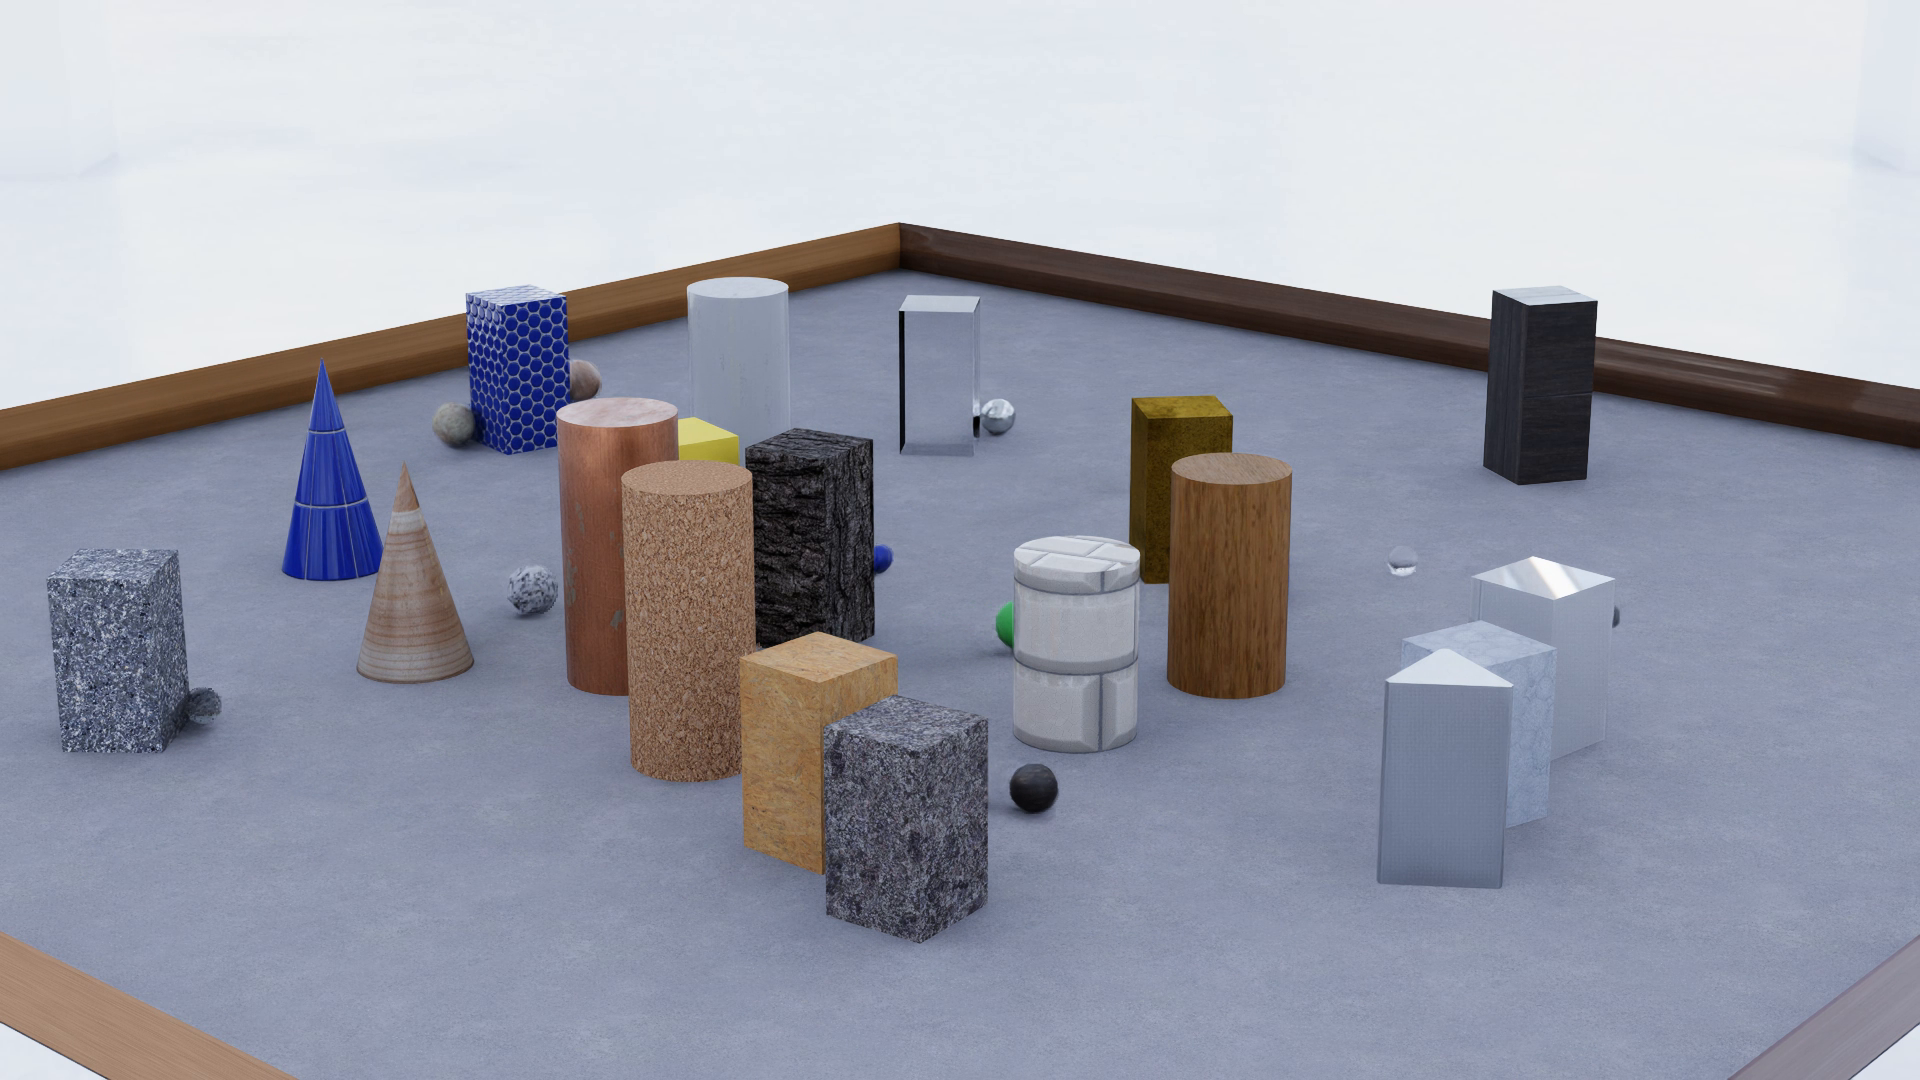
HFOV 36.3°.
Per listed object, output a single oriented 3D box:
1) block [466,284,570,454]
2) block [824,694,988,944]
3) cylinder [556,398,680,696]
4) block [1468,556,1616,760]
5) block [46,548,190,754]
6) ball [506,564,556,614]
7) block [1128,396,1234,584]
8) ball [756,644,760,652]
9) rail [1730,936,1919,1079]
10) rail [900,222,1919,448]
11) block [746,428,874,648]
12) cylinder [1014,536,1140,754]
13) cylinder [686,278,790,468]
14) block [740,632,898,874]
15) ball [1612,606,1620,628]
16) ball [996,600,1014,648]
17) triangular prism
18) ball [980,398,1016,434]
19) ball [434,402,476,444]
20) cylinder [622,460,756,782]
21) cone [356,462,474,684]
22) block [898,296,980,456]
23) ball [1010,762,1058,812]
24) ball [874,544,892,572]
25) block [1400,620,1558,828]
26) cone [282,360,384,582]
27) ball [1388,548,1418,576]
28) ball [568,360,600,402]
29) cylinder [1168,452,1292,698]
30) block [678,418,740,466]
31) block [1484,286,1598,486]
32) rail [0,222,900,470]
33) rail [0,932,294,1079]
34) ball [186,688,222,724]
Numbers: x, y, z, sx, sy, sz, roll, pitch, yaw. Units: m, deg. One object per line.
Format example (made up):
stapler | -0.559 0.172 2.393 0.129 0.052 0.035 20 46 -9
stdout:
block | -0.913 -0.354 6.070 0.151 0.313 0.151 -12 21 -35
block | -0.069 0.359 3.799 0.151 0.261 0.151 12 20 33
cylinder | -0.536 0.009 4.651 0.189 0.438 0.189 0 17 0
block | 0.869 0.178 4.407 0.151 0.255 0.151 -15 22 -40
block | -1.265 0.166 4.419 0.151 0.272 0.151 1 17 2
ball | -0.734 0.084 5.017 0.083 0.083 0.083 0 17 0
block | 0.391 -0.091 5.216 0.151 0.302 0.151 -2 17 -7
ball | -0.349 0.181 4.760 0.046 0.046 0.046 0 17 0
rail | 1.478 0.402 3.893 0.045 0.123 4.065 14 22 39
rail | 1.317 -0.408 6.573 3.961 0.123 0.045 14 22 39
block | -0.246 0.004 4.838 0.151 0.339 0.151 9 19 29
cylinder | 0.175 0.156 4.430 0.189 0.284 0.189 0 17 0
cylinder | -0.415 -0.260 5.537 0.189 0.441 0.189 0 17 0
block | -0.191 0.289 4.008 0.151 0.274 0.151 15 22 40
ball | 1.090 0.129 4.935 0.044 0.044 0.044 0 17 0
ball | 0.099 0.139 4.836 0.082 0.082 0.082 0 17 0
triangular prism | 0.648 0.304 3.939 0.164 0.286 0.142 2 17 6
ball | 0.080 -0.260 6.168 0.075 0.075 0.075 0 17 0
ball | -1.049 -0.241 6.086 0.087 0.087 0.087 0 17 0
cylinder | -0.395 0.117 4.298 0.189 0.435 0.189 0 17 0
cone | -0.885 0.037 4.718 0.189 0.346 0.189 0 17 0
block | -0.041 -0.339 6.037 0.151 0.302 0.151 2 17 5
ball | 0.105 0.351 4.157 0.070 0.070 0.070 0 17 0
ball | -0.145 0.034 5.240 0.050 0.050 0.050 0 17 0
block | 0.725 0.265 4.129 0.151 0.251 0.151 -11 20 -33
cone | -1.126 -0.138 5.227 0.189 0.387 0.189 0 17 0
ball | 0.787 0.039 5.219 0.052 0.052 0.052 0 17 0
ball | -0.835 -0.348 6.428 0.093 0.093 0.093 0 17 0
cylinder | 0.426 0.055 4.650 0.189 0.350 0.189 0 17 0
block | -0.471 -0.019 4.924 0.151 0.333 0.151 -11 20 -32
block | 1.153 -0.309 5.833 0.151 0.363 0.151 -5 18 -17
rail | -1.478 -0.340 6.349 0.045 0.123 4.065 14 22 39
rail | -1.317 0.470 3.669 3.961 0.123 0.045 14 22 39
ball | -1.160 0.255 4.499 0.054 0.054 0.054 0 17 0
